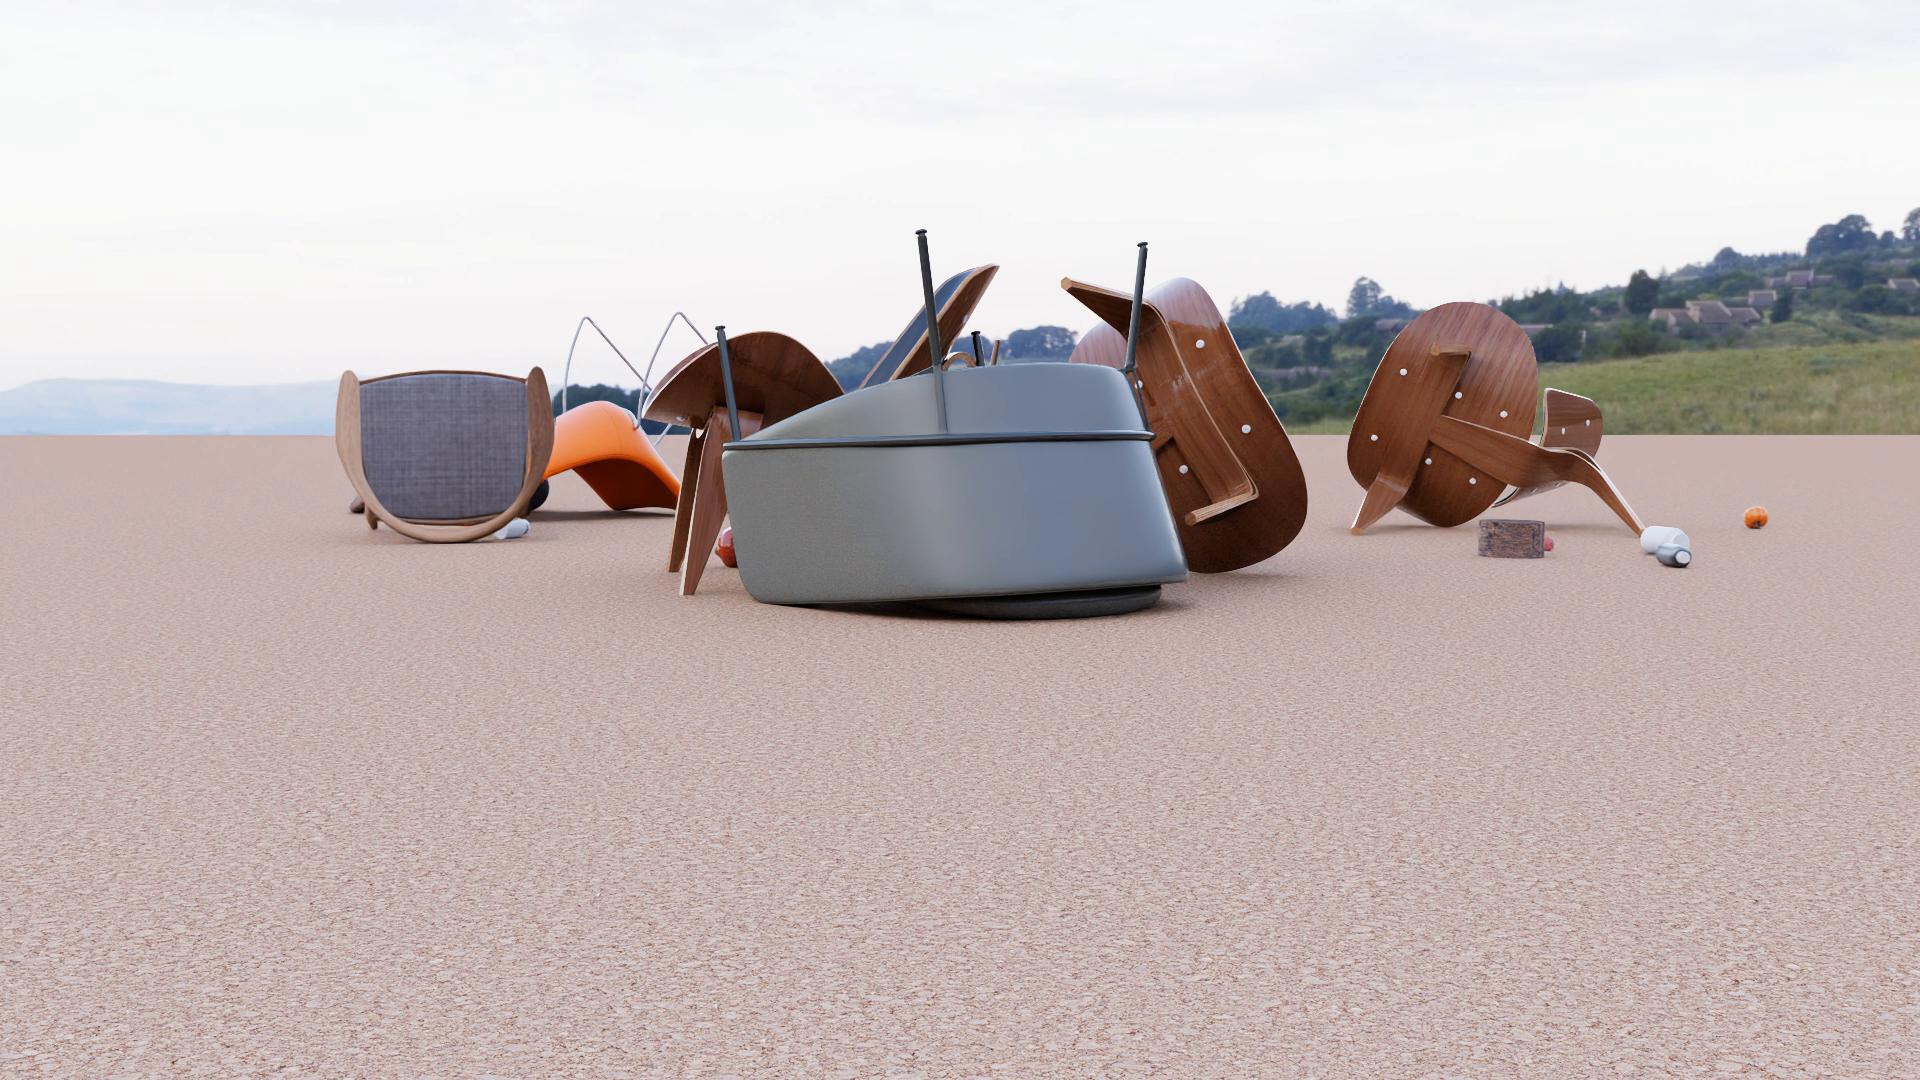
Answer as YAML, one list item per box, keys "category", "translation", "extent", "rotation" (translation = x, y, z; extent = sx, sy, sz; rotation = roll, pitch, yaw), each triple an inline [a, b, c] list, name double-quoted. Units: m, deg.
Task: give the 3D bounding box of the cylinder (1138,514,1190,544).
- category: "cylinder"
  translation: [0.597, -0.034, 6.413]
  extent: [0.133, 0.086, 0.078]
  rotation: [-2, 3, 26]

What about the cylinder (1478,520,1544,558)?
- category: "cylinder"
  translation: [1.481, -0.004, 5.909]
  extent: [0.148, 0.094, 0.186]
  rotation: [-3, 5, -39]

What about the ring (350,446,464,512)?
- category: "ring"
  translation: [-2.018, -0.223, 8.031]
  extent: [0.466, 0.066, 0.436]
  rotation: [-32, 6, -26]

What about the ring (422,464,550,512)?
- category: "ring"
  translation: [-1.735, -0.186, 8.042]
  extent: [0.484, 0.165, 0.405]
  rotation: [-2, 0, 22]

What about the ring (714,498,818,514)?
- category: "ring"
  translation: [-0.706, -0.124, 8.010]
  extent: [0.387, 0.048, 0.168]
  rotation: [-1, 3, -14]

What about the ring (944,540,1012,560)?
- category: "ring"
  translation: [0.047, 0.027, 5.835]
  extent: [0.180, 0.043, 0.182]
  rotation: [-1, 5, 4]
